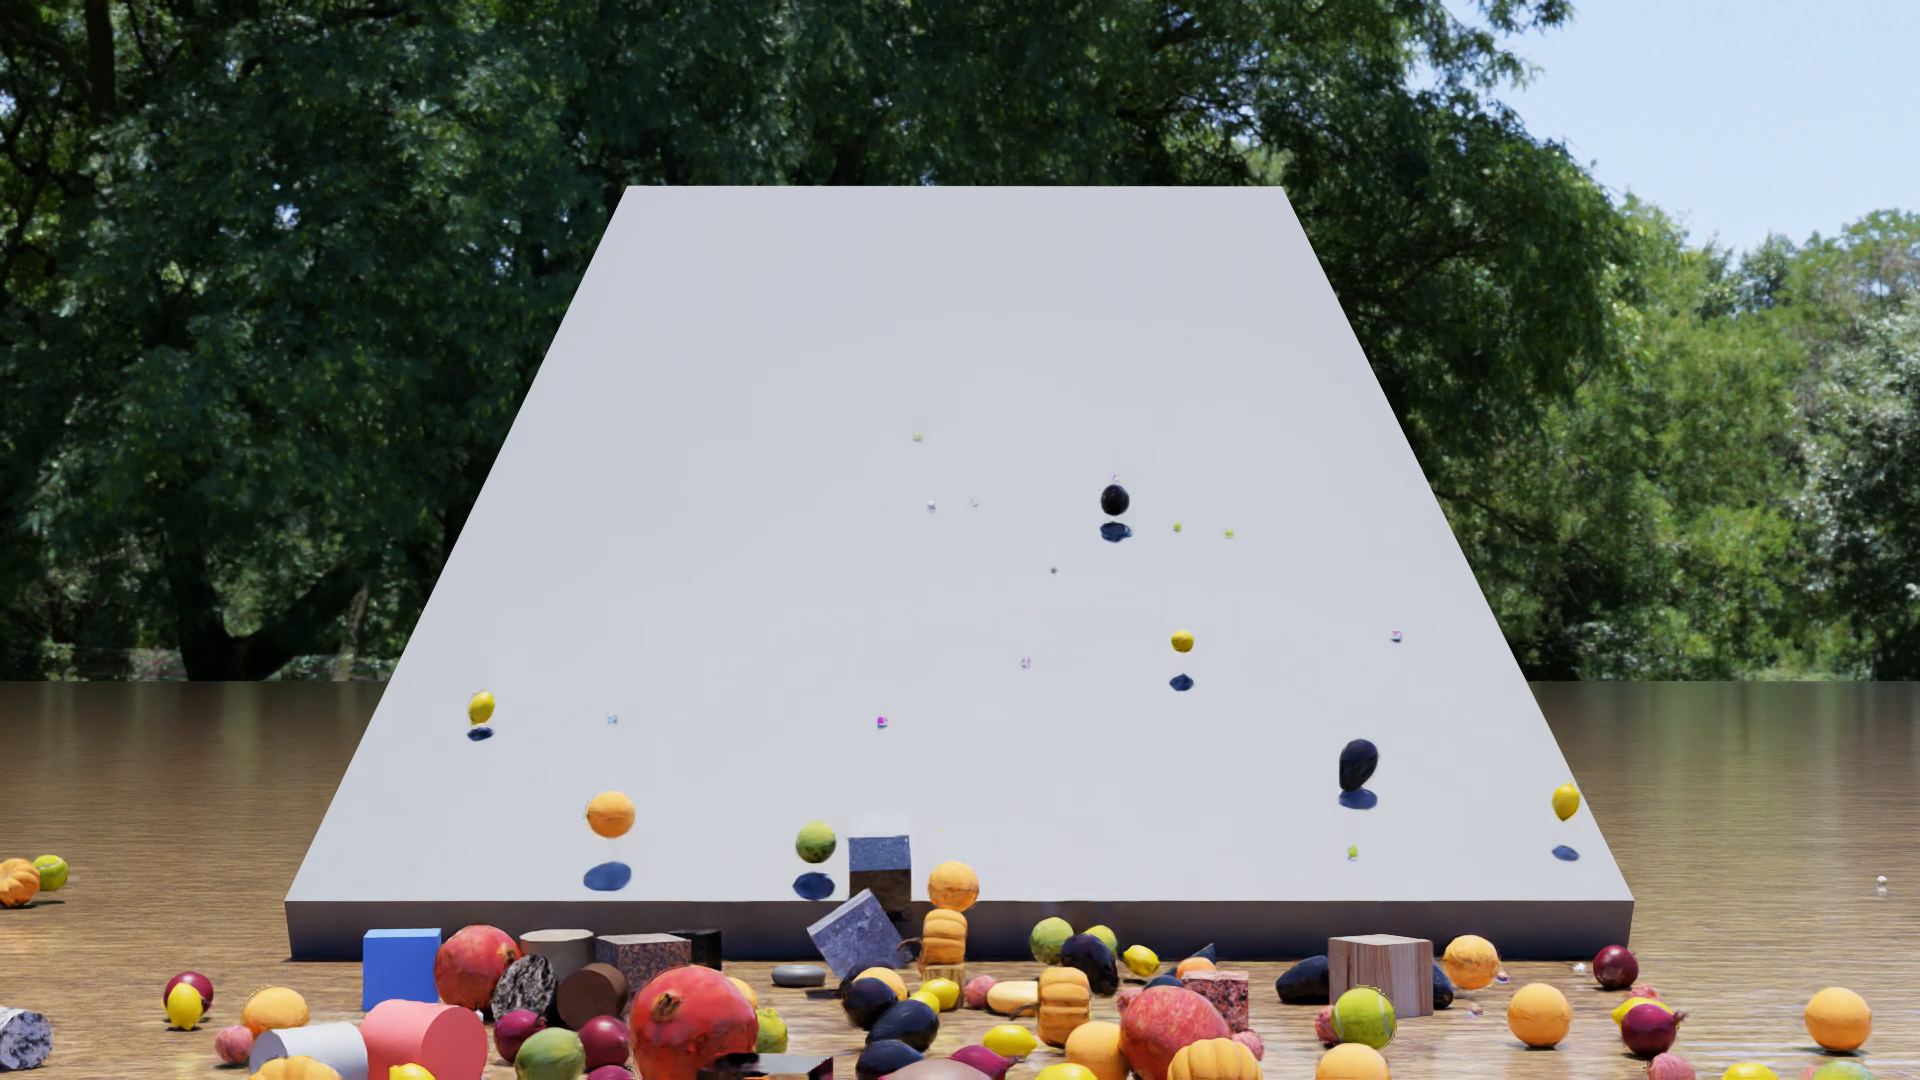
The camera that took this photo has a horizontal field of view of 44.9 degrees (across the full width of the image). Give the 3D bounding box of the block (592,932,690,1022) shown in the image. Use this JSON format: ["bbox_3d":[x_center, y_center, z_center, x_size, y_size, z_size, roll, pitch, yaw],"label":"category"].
[{"bbox_3d":[-0.398,0.545,2.898,0.094,0.094,0.094,2,-4,-28],"label":"block"}]

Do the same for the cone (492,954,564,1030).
[{"bbox_3d":[-0.500,0.566,2.821,0.096,0.096,0.096,-2,-31,34],"label":"cone"}]

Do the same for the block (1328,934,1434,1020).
[{"bbox_3d":[0.527,0.547,2.913,0.091,0.091,0.091,2,-4,-31],"label":"block"}]

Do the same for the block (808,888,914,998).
[{"bbox_3d":[-0.133,0.535,3.089,0.098,0.098,0.098,-33,1,-7],"label":"block"}]

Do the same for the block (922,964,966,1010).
[{"bbox_3d":[-0.020,0.571,2.973,0.051,0.051,0.051,0,-3,4],"label":"block"}]

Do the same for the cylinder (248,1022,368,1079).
[{"bbox_3d":[-0.632,0.513,2.254,0.082,0.082,0.082,-3,-5,45],"label":"cylinder"}]

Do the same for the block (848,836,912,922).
[{"bbox_3d":[-0.117,0.498,3.411,0.090,0.090,0.090,-1,25,-3],"label":"block"}]

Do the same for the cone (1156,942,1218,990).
[{"bbox_3d":[0.290,0.561,2.982,0.081,0.081,0.081,-6,-4,6],"label":"cone"}]

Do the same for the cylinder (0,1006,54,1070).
[{"bbox_3d":[-1.025,0.538,2.513,0.062,0.062,0.062,-3,-4,42],"label":"cylinder"}]

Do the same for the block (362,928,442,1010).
[{"bbox_3d":[-0.717,0.551,2.987,0.091,0.091,0.091,1,-3,-10],"label":"block"}]

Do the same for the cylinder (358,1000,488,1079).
[{"bbox_3d":[-0.542,0.513,2.342,0.093,0.093,0.093,-2,-4,34],"label":"cylinder"}]

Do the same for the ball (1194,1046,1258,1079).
[{"bbox_3d":[0.259,0.525,2.265,0.060,0.060,0.060,0,-3,0],"label":"ball"}]

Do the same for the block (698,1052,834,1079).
[{"bbox_3d":[-0.165,0.492,1.979,0.093,0.093,0.093,-1,-3,11],"label":"block"}]

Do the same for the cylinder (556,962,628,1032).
[{"bbox_3d":[-0.442,0.550,2.799,0.073,0.073,0.073,0,-3,3],"label":"cylinder"}]

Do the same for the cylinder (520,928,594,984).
[{"bbox_3d":[-0.507,0.544,2.929,0.093,0.093,0.093,-1,0,0],"label":"cylinder"}]

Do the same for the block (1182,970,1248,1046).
[{"bbox_3d":[0.296,0.542,2.694,0.075,0.075,0.075,0,-3,7],"label":"block"}]

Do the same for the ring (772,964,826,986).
[{"bbox_3d":[-0.220,0.596,3.179,0.075,0.025,0.075,1,-4,0],"label":"ring"}]

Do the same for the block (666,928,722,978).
[{"bbox_3d":[-0.377,0.585,3.291,0.060,0.060,0.060,-1,-3,21],"label":"block"}]

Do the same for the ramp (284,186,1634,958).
[{"bbox_3d":[-0.008,-0.228,5.291,2.000,0.100,4.000,0,24,0],"label":"ramp"}]

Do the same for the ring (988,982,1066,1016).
[{"bbox_3d":[0.084,0.576,2.919,0.100,0.033,0.100,2,-2,0],"label":"ring"}]
